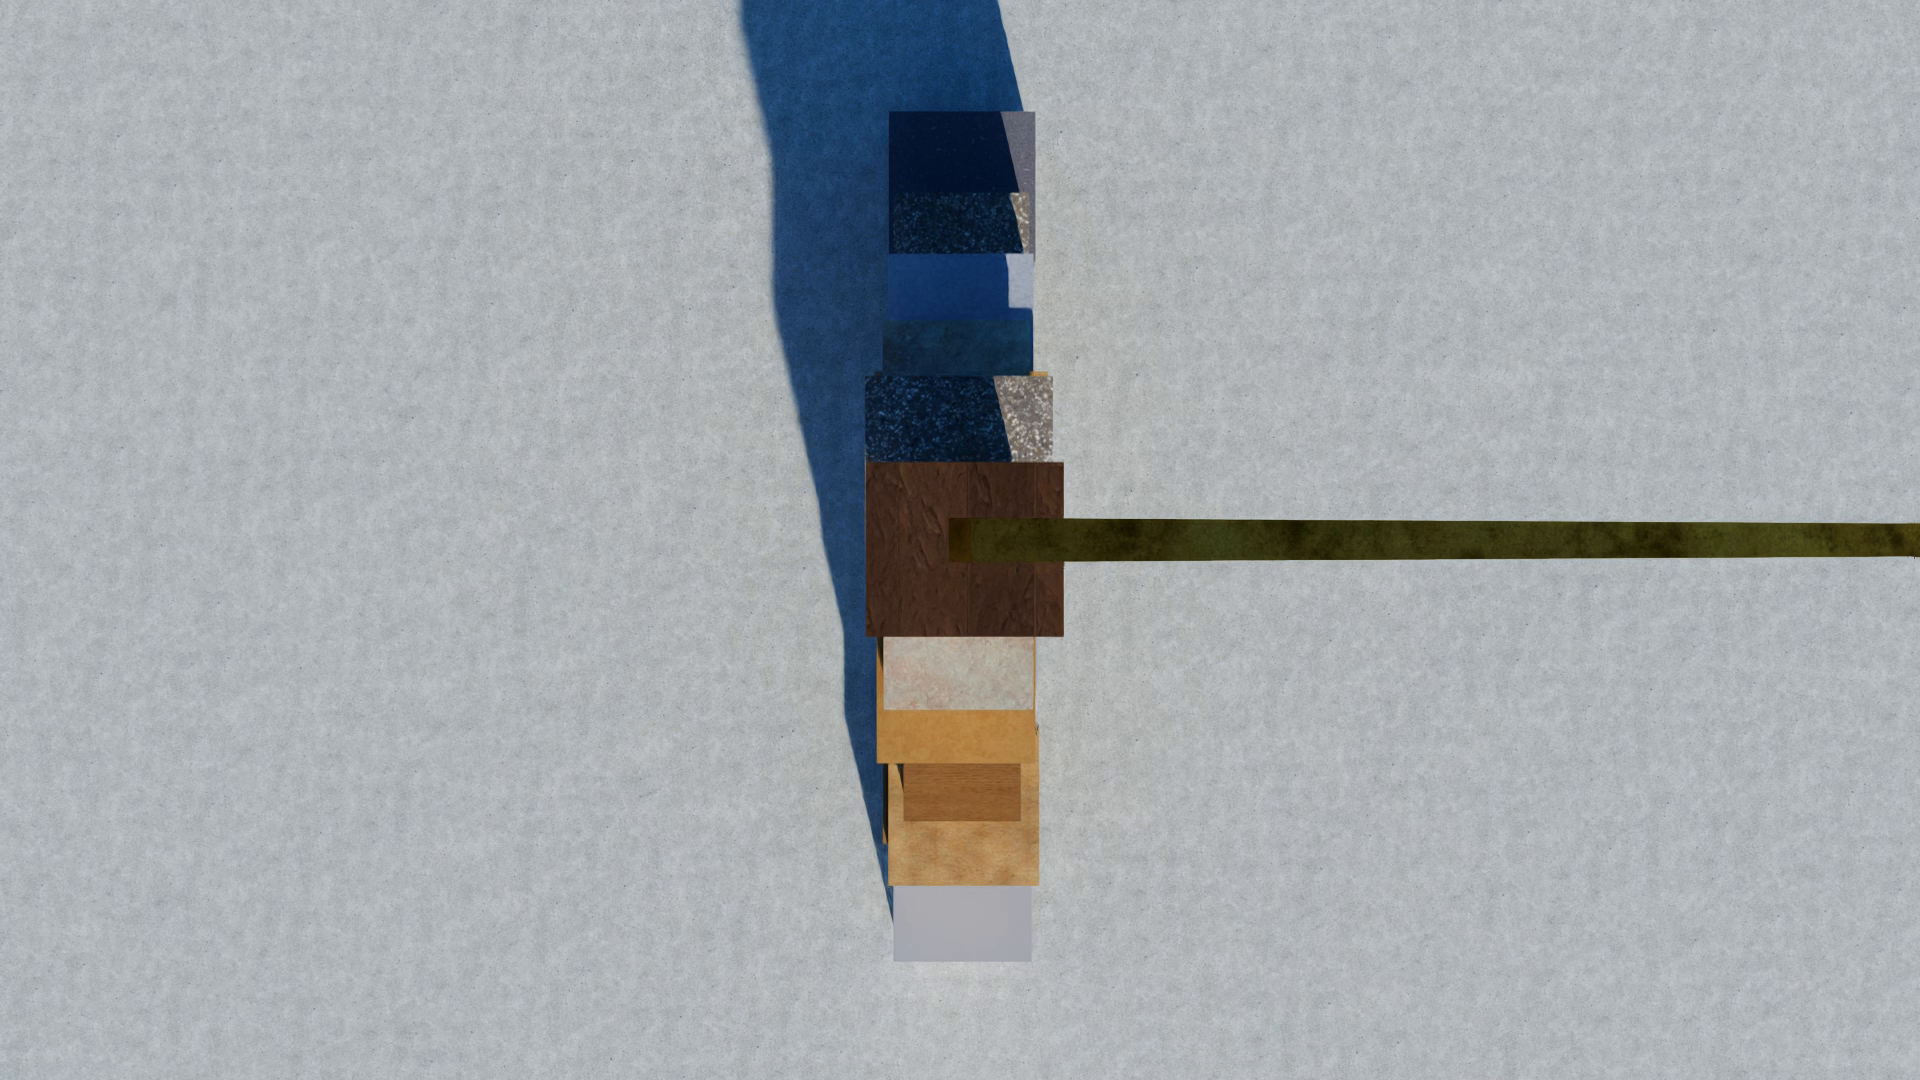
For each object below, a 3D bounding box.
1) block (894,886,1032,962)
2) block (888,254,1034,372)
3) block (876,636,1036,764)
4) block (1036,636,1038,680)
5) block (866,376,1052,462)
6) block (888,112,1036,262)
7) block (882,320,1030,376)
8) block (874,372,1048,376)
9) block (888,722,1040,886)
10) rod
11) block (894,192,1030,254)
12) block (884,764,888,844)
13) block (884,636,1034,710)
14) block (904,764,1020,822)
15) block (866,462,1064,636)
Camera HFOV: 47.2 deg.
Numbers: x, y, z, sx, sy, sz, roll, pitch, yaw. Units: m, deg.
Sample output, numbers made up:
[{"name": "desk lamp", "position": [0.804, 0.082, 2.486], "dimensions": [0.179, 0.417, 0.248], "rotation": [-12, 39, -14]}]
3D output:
[{"name": "block", "position": [0.014, 2.029, 12.673], "dimensions": [0.776, 0.654, 0.677], "rotation": [0, 90, 0]}, {"name": "block", "position": [0.006, -1.095, 11.029], "dimensions": [0.702, 0.728, 0.587], "rotation": [0, 90, 0]}, {"name": "block", "position": [-0.017, 0.640, 10.280], "dimensions": [0.716, 0.702, 0.718], "rotation": [0, 92, 0]}, {"name": "block", "position": [-0.014, 0.325, 12.610], "dimensions": [0.890, 0.780, 0.912], "rotation": [0, 90, 0]}, {"name": "block", "position": [-0.004, -0.351, 9.498], "dimensions": [0.779, 0.738, 0.678], "rotation": [0, 92, 0]}, {"name": "block", "position": [0.012, -1.954, 12.574], "dimensions": [0.809, 0.852, 0.828], "rotation": [0, 90, 0]}, {"name": "block", "position": [-0.016, -0.683, 10.188], "dimensions": [0.663, 0.639, 0.606], "rotation": [0, 90, 0]}, {"name": "block", "position": [0.007, -0.378, 10.932], "dimensions": [0.832, 0.855, 0.847], "rotation": [0, 90, 0]}, {"name": "block", "position": [0.020, 1.387, 11.812], "dimensions": [0.786, 0.706, 0.829], "rotation": [0, 90, 0]}, {"name": "rod", "position": [2.234, 0.000, 5.308], "dimensions": [5.200, 0.080, 0.080], "rotation": [0, 90, -31]}, {"name": "block", "position": [0.007, -1.487, 11.771], "dimensions": [0.702, 0.755, 0.627], "rotation": [0, 90, 0]}, {"name": "block", "position": [-0.008, 1.236, 12.582], "dimensions": [0.835, 0.836, 0.889], "rotation": [0, 90, 0]}, {"name": "block", "position": [-0.006, 0.359, 9.555], "dimensions": [0.628, 0.696, 0.676], "rotation": [0, 93, 0]}, {"name": "block", "position": [0.011, 1.064, 11.155], "dimensions": [0.579, 0.608, 0.649], "rotation": [0, 90, 0]}, {"name": "block", "position": [0.018, 0.026, 8.297], "dimensions": [0.718, 0.644, 0.634], "rotation": [0, 92, 0]}]
